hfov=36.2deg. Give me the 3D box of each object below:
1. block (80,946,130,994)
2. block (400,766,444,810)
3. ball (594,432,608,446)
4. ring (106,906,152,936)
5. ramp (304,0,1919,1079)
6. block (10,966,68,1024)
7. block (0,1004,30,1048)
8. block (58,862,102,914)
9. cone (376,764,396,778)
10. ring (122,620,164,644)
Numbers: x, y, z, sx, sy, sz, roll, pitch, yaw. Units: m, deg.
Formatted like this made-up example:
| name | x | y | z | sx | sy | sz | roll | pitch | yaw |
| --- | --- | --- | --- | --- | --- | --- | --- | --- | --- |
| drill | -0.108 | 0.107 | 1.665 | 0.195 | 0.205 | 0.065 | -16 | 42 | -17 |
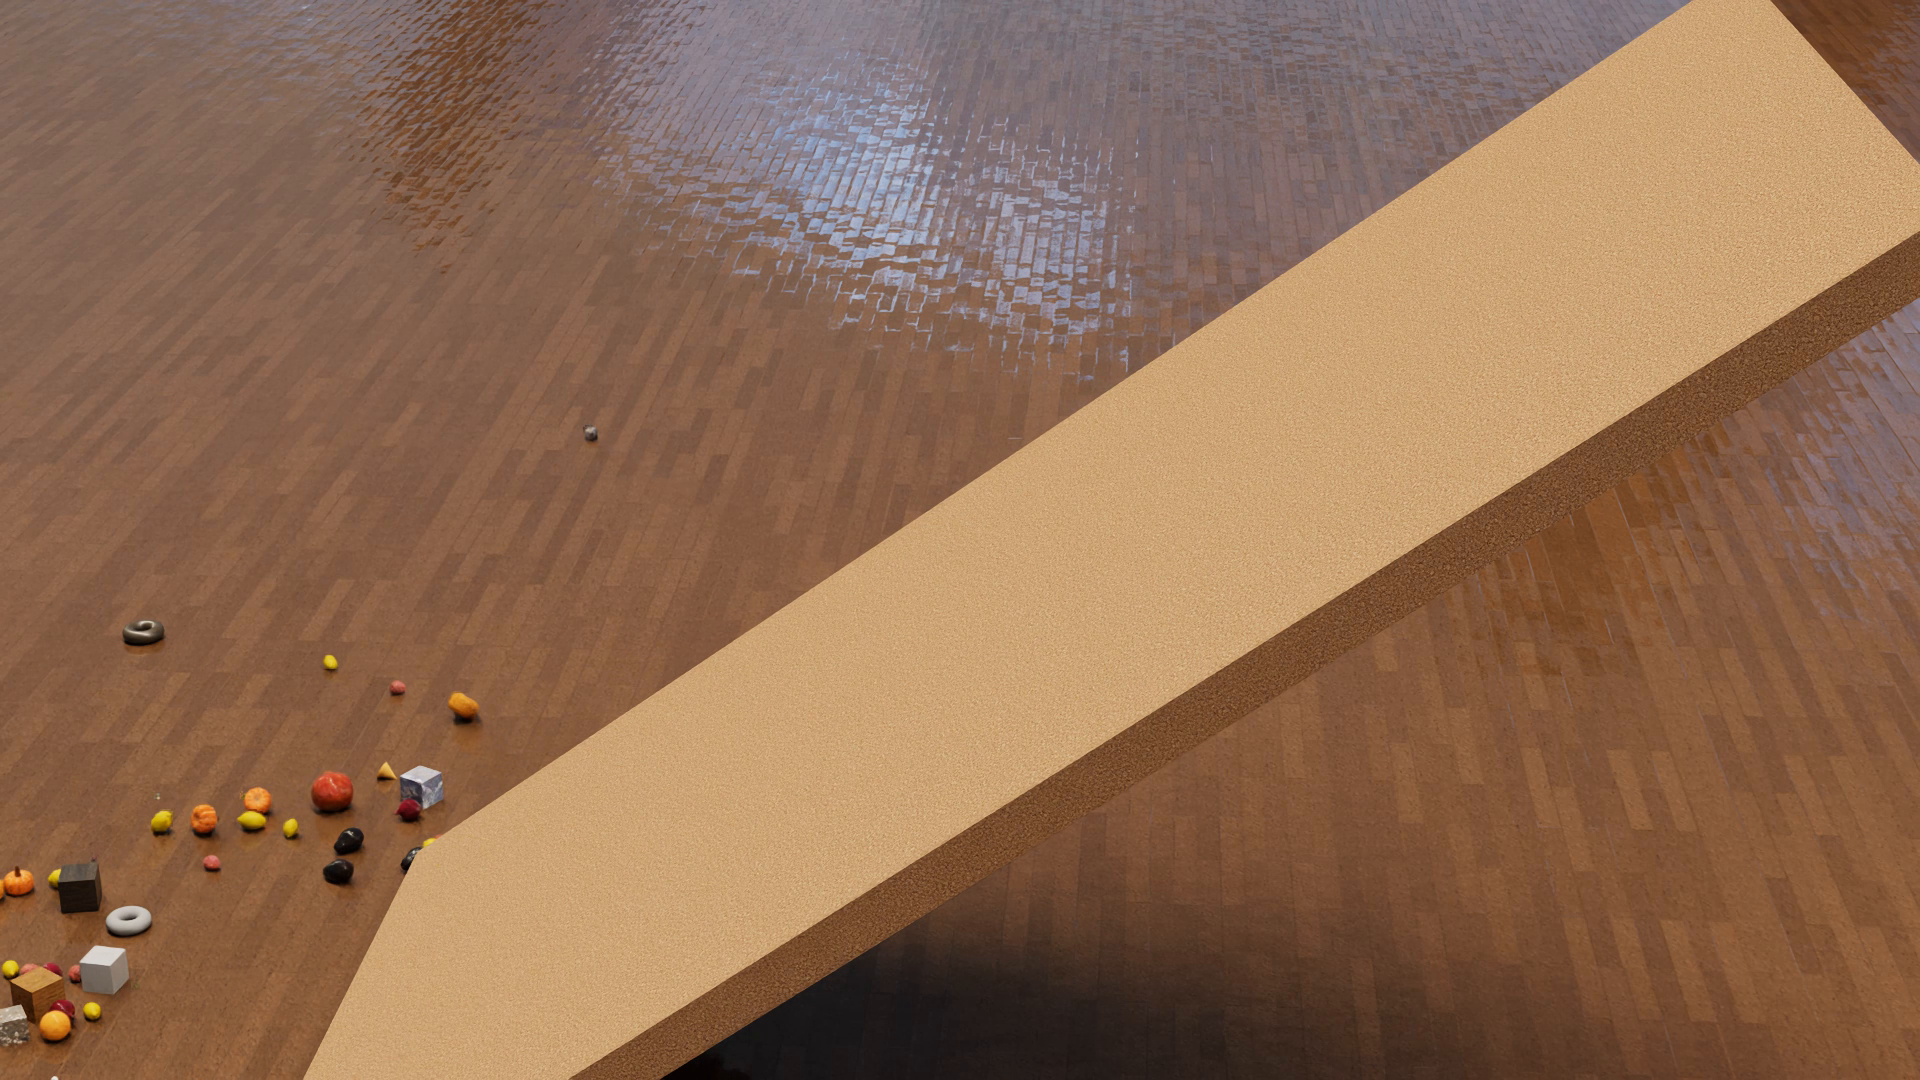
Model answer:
| name | x | y | z | sx | sy | sz | roll | pitch | yaw |
| --- | --- | --- | --- | --- | --- | --- | --- | --- | --- |
| block | -2.120 | 1.066 | 7.286 | 0.083 | 0.083 | 0.083 | 5 | 23 | 11 |
| block | -1.502 | 0.691 | 8.210 | 0.082 | 0.082 | 0.082 | 14 | 26 | 31 |
| ball | -1.324 | -0.371 | 10.866 | 0.050 | 0.050 | 0.050 | 0 | 22 | 0 |
| ring | -2.137 | 0.979 | 7.560 | 0.115 | 0.038 | 0.115 | 1 | 22 | 0 |
| ramp | 0.132 | 0.177 | 6.315 | 4.000 | 0.100 | 2.000 | -33 | 16 | 16 |
| block | -2.246 | 1.110 | 7.168 | 0.090 | 0.090 | 0.090 | 17 | 27 | 35 |
| block | -2.277 | 1.166 | 7.061 | 0.065 | 0.065 | 0.065 | -11 | 25 | -26 |
| block | -2.292 | 0.907 | 7.663 | 0.093 | 0.093 | 0.093 | -4 | 22 | -9 |
| cone | -1.620 | 0.666 | 8.350 | 0.050 | 0.050 | 0.050 | 30 | 26 | 3 |
| ring | -2.569 | 0.289 | 9.251 | 0.129 | 0.043 | 0.129 | 1 | 23 | 0 |
